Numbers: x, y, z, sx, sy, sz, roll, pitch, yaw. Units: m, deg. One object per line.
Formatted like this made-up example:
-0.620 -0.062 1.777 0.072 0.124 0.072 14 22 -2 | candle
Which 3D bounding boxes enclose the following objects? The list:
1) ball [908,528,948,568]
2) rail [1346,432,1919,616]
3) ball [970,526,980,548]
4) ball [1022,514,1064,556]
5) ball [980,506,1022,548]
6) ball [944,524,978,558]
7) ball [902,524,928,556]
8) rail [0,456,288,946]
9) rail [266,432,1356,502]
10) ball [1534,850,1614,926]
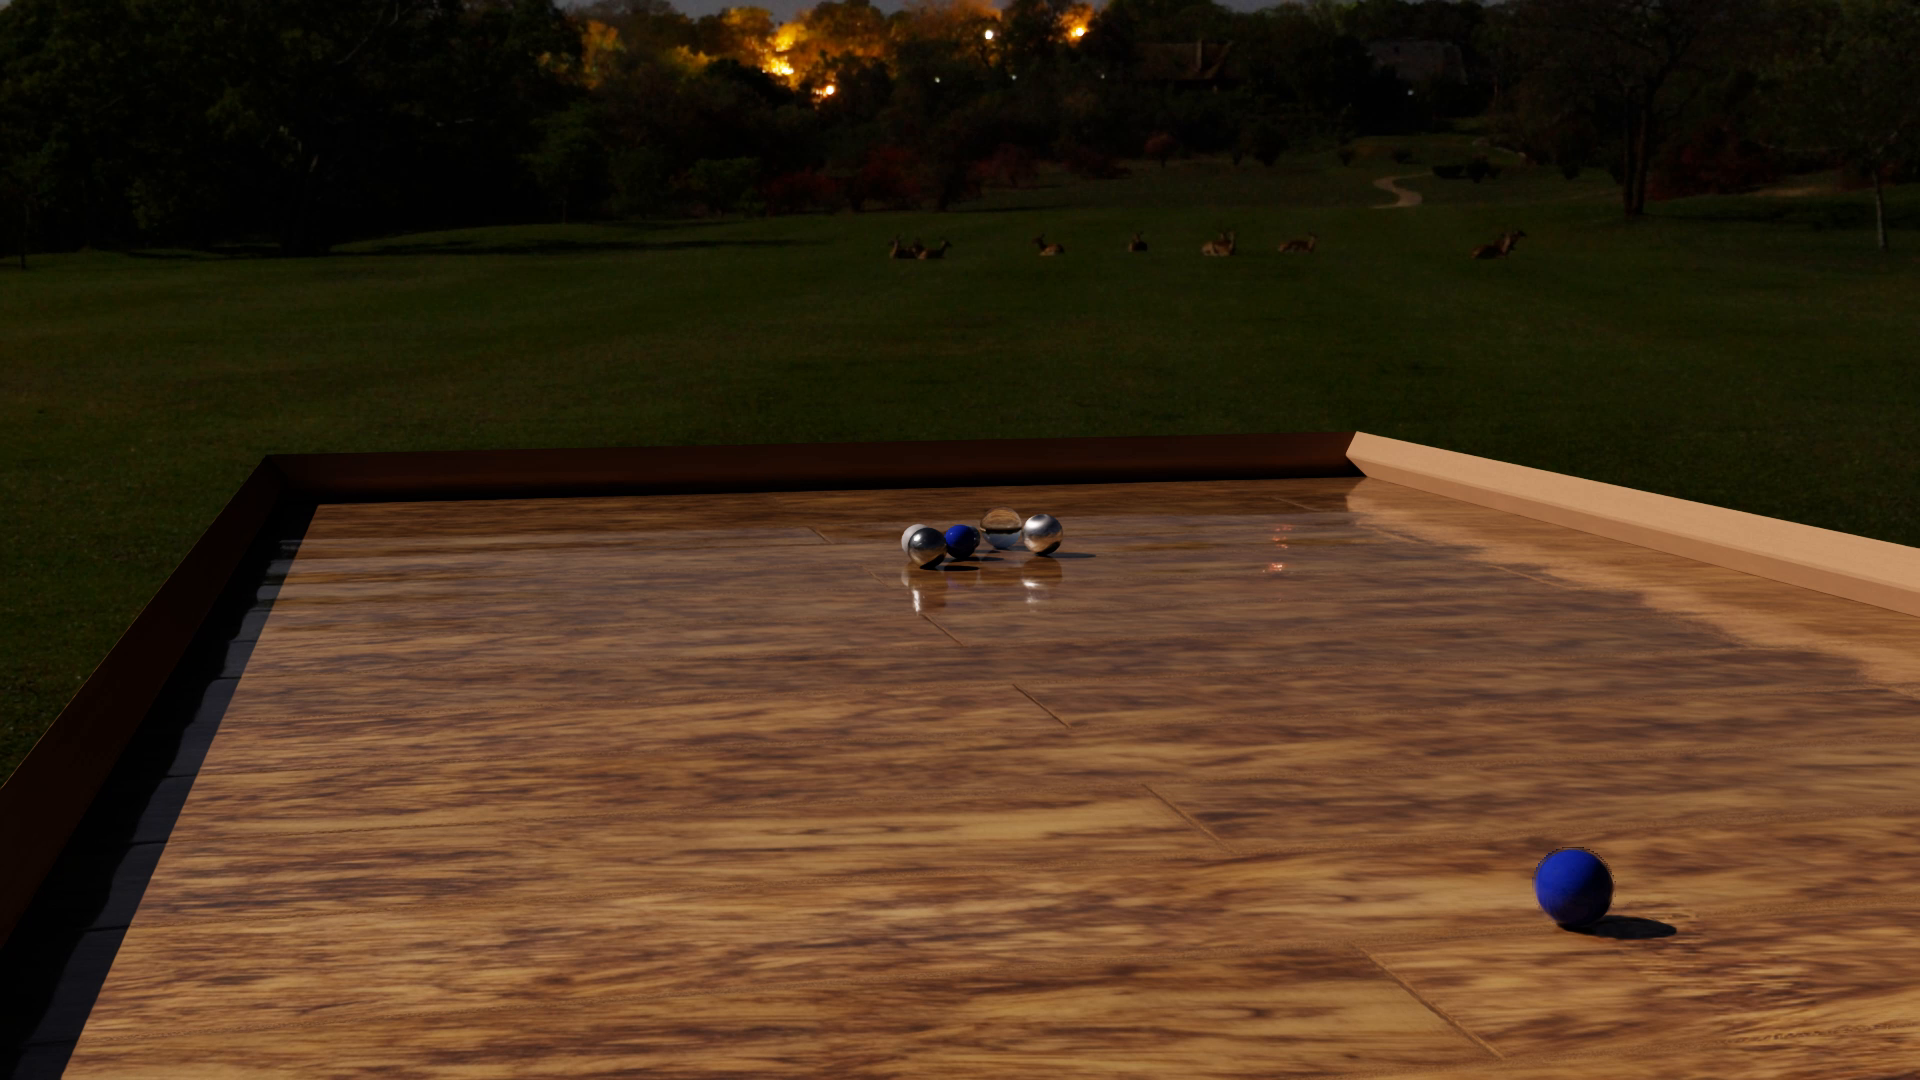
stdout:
-0.052 0.013 3.537 0.065 0.065 0.065 0 8 0 | ball
1.373 0.091 2.849 0.045 0.094 4.369 -2 8 -13 | rail
0.013 -0.003 3.725 0.044 0.044 0.044 0 8 0 | ball
0.138 -0.009 3.681 0.069 0.069 0.069 0 8 0 | ball
0.070 -0.022 3.764 0.073 0.073 0.073 0 8 0 | ball
0.001 0.003 3.640 0.056 0.056 0.056 0 8 0 | ball
-0.067 0.003 3.627 0.059 0.059 0.059 0 8 0 | ball
-0.872 0.162 2.325 0.045 0.094 4.369 -2 8 -13 | rail
-0.245 -0.158 4.671 2.354 0.094 0.045 -2 8 -13 | rail
0.472 0.268 1.691 0.059 0.059 0.059 0 8 0 | ball
